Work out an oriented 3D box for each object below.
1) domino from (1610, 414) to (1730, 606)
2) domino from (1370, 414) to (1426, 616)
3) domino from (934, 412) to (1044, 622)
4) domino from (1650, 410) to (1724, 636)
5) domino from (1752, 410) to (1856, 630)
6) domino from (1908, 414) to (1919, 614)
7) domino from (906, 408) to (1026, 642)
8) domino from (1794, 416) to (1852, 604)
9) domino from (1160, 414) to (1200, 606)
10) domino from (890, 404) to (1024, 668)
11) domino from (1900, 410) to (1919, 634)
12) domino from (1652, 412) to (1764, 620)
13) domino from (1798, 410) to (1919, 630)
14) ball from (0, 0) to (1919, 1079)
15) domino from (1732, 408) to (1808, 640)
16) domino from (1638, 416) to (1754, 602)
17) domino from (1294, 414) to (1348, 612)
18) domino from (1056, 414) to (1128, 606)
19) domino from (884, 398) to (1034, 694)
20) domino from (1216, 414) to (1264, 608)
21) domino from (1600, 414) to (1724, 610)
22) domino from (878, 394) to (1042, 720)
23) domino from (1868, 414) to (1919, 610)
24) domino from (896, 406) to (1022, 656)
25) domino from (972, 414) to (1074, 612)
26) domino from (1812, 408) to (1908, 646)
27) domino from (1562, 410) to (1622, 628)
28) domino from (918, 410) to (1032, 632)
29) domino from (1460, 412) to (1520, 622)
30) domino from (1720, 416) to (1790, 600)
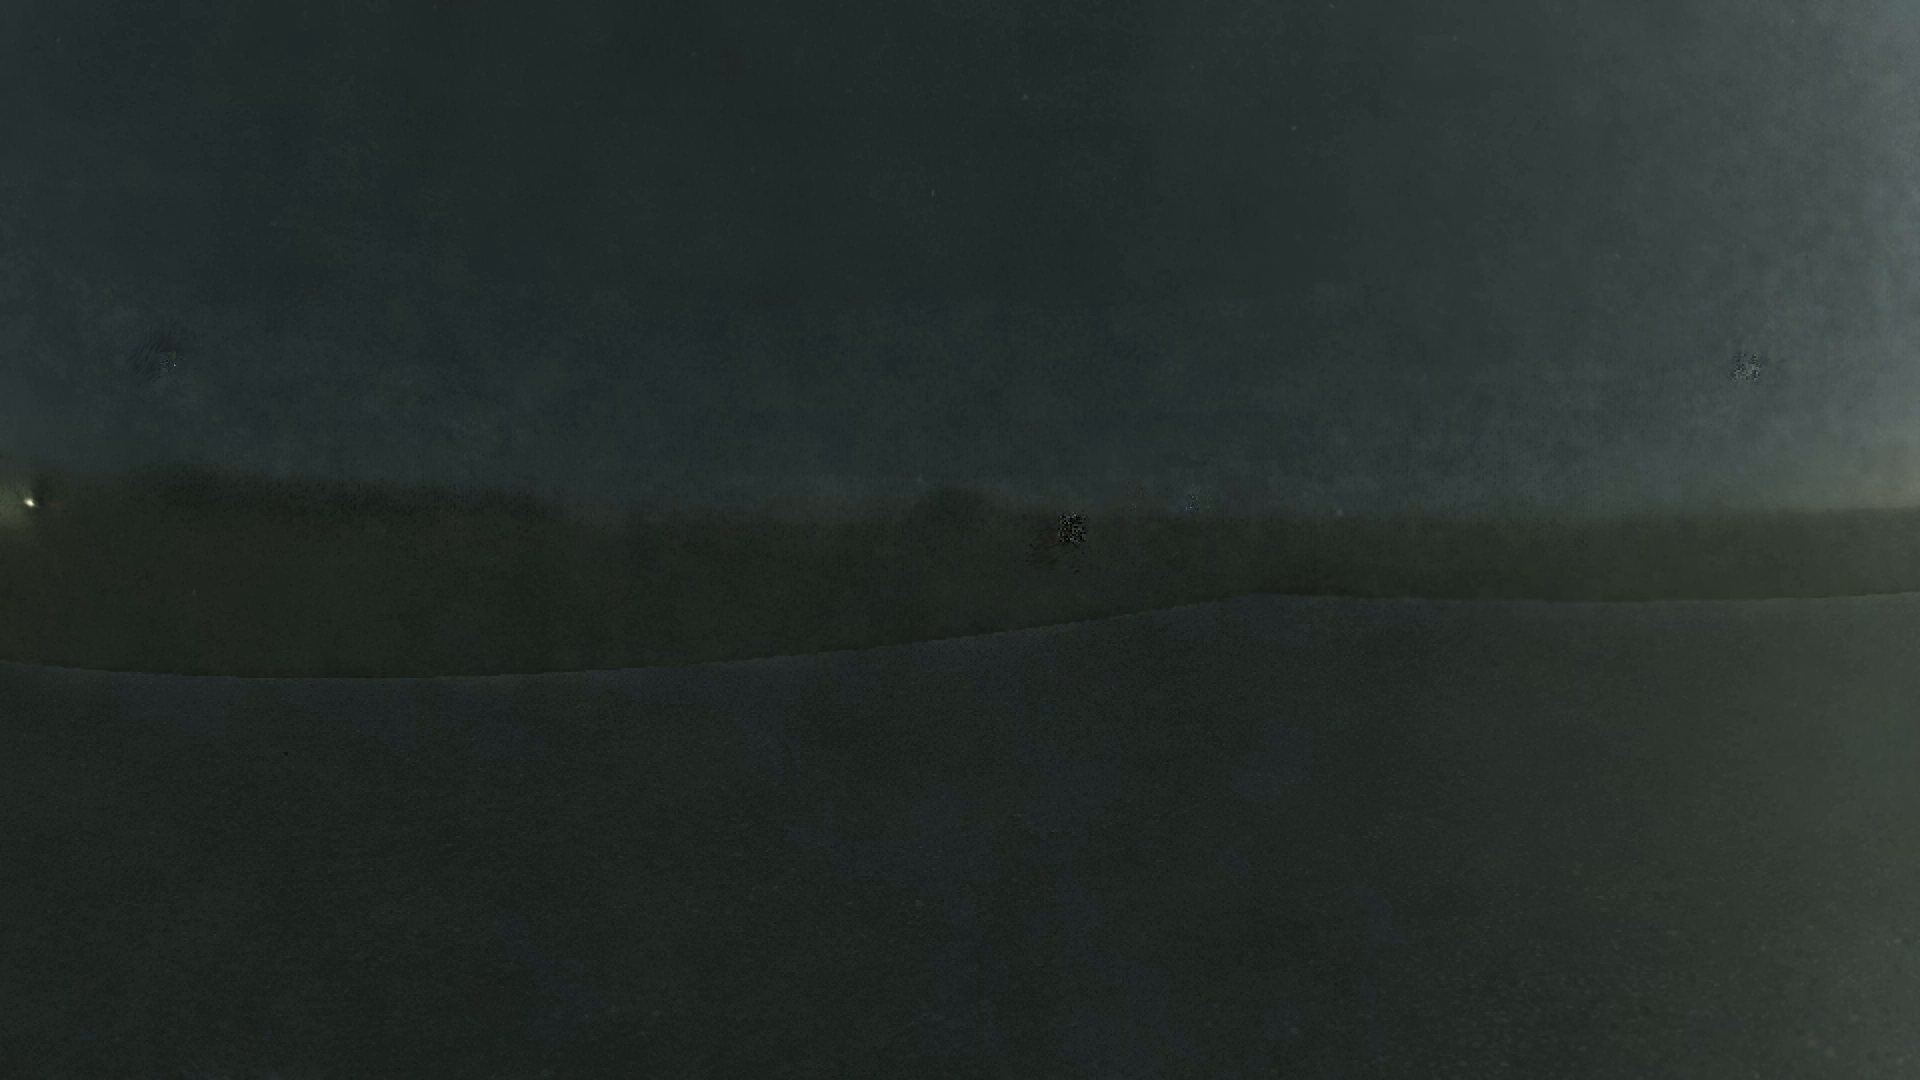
[{"bbox_3d":[0.192,-0.009,0.348,0.010,0.050,0.025,-4,6,-44],"label":"domino"},{"bbox_3d":[0.112,-0.007,0.329,0.010,0.050,0.025,2,5,26],"label":"domino"},{"bbox_3d":[0.007,-0.006,0.313,0.025,0.050,0.010,1,4,17],"label":"domino"},{"bbox_3d":[0.168,-0.005,0.297,0.009,0.050,0.025,2,5,22],"label":"domino"},{"bbox_3d":[0.201,-0.005,0.306,0.010,0.050,0.025,1,4,9],"label":"domino"},{"bbox_3d":[0.253,-0.006,0.318,0.025,0.050,0.009,1,4,13],"label":"domino"},{"bbox_3d":[0.001,-0.003,0.280,0.025,0.050,0.009,0,4,5],"label":"domino"},{"bbox_3d":[0.237,-0.009,0.351,0.010,0.050,0.025,3,5,38],"label":"domino"},{"bbox_3d":[0.059,-0.009,0.348,0.010,0.050,0.025,1,4,8],"label":"domino"},{"bbox_3d":[0.000,-0.001,0.247,0.025,0.050,0.009,0,4,1],"label":"domino"},{"bbox_3d":[0.219,-0.003,0.279,0.010,0.050,0.025,0,4,1],"label":"domino"},{"bbox_3d":[0.186,-0.006,0.319,0.025,0.050,0.010,-2,5,-24],"label":"domino"},{"bbox_3d":[0.216,-0.005,0.305,0.009,0.050,0.025,-1,4,-14],"label":"domino"},{"bbox_3d":[0.000,-0.002,0.056,0.080,0.080,0.080,0,4,0],"label":"ball"},{"bbox_3d":[0.183,-0.004,0.291,0.010,0.050,0.025,2,5,25],"label":"domino"},{"bbox_3d":[0.204,-0.009,0.357,0.010,0.050,0.025,-2,5,-28],"label":"domino"},{"bbox_3d":[0.095,-0.008,0.337,0.010,0.050,0.025,2,5,24],"label":"domino"},{"bbox_3d":[0.035,-0.008,0.347,0.009,0.050,0.025,-1,4,-17],"label":"domino"},{"bbox_3d":[0.000,0.001,0.222,0.025,0.050,0.010,0,4,-1],"label":"domino"},{"bbox_3d":[0.075,-0.008,0.345,0.009,0.050,0.025,1,5,18],"label":"domino"},{"bbox_3d":[0.183,-0.008,0.335,0.025,0.050,0.010,1,4,10],"label":"domino"},{"bbox_3d":[0.000,0.002,0.201,0.025,0.050,0.009,0,4,0],"label":"domino"},{"bbox_3d":[0.251,-0.008,0.336,0.025,0.050,0.010,-3,5,-30],"label":"domino"},{"bbox_3d":[0.000,-0.002,0.262,0.025,0.050,0.009,0,4,3],"label":"domino"},{"bbox_3d":[0.016,-0.007,0.332,0.025,0.050,0.009,3,5,34],"label":"domino"},{"bbox_3d":[0.197,-0.004,0.281,0.010,0.050,0.025,2,5,21],"label":"domino"},{"bbox_3d":[0.152,-0.006,0.307,0.009,0.050,0.025,2,5,30],"label":"domino"},{"bbox_3d":[0.003,-0.005,0.296,0.025,0.050,0.009,1,4,9],"label":"domino"},{"bbox_3d":[0.132,-0.006,0.319,0.009,0.050,0.025,2,5,29],"label":"domino"},{"bbox_3d":[0.222,-0.009,0.360,0.010,0.050,0.025,1,5,19],"label":"domino"}]
